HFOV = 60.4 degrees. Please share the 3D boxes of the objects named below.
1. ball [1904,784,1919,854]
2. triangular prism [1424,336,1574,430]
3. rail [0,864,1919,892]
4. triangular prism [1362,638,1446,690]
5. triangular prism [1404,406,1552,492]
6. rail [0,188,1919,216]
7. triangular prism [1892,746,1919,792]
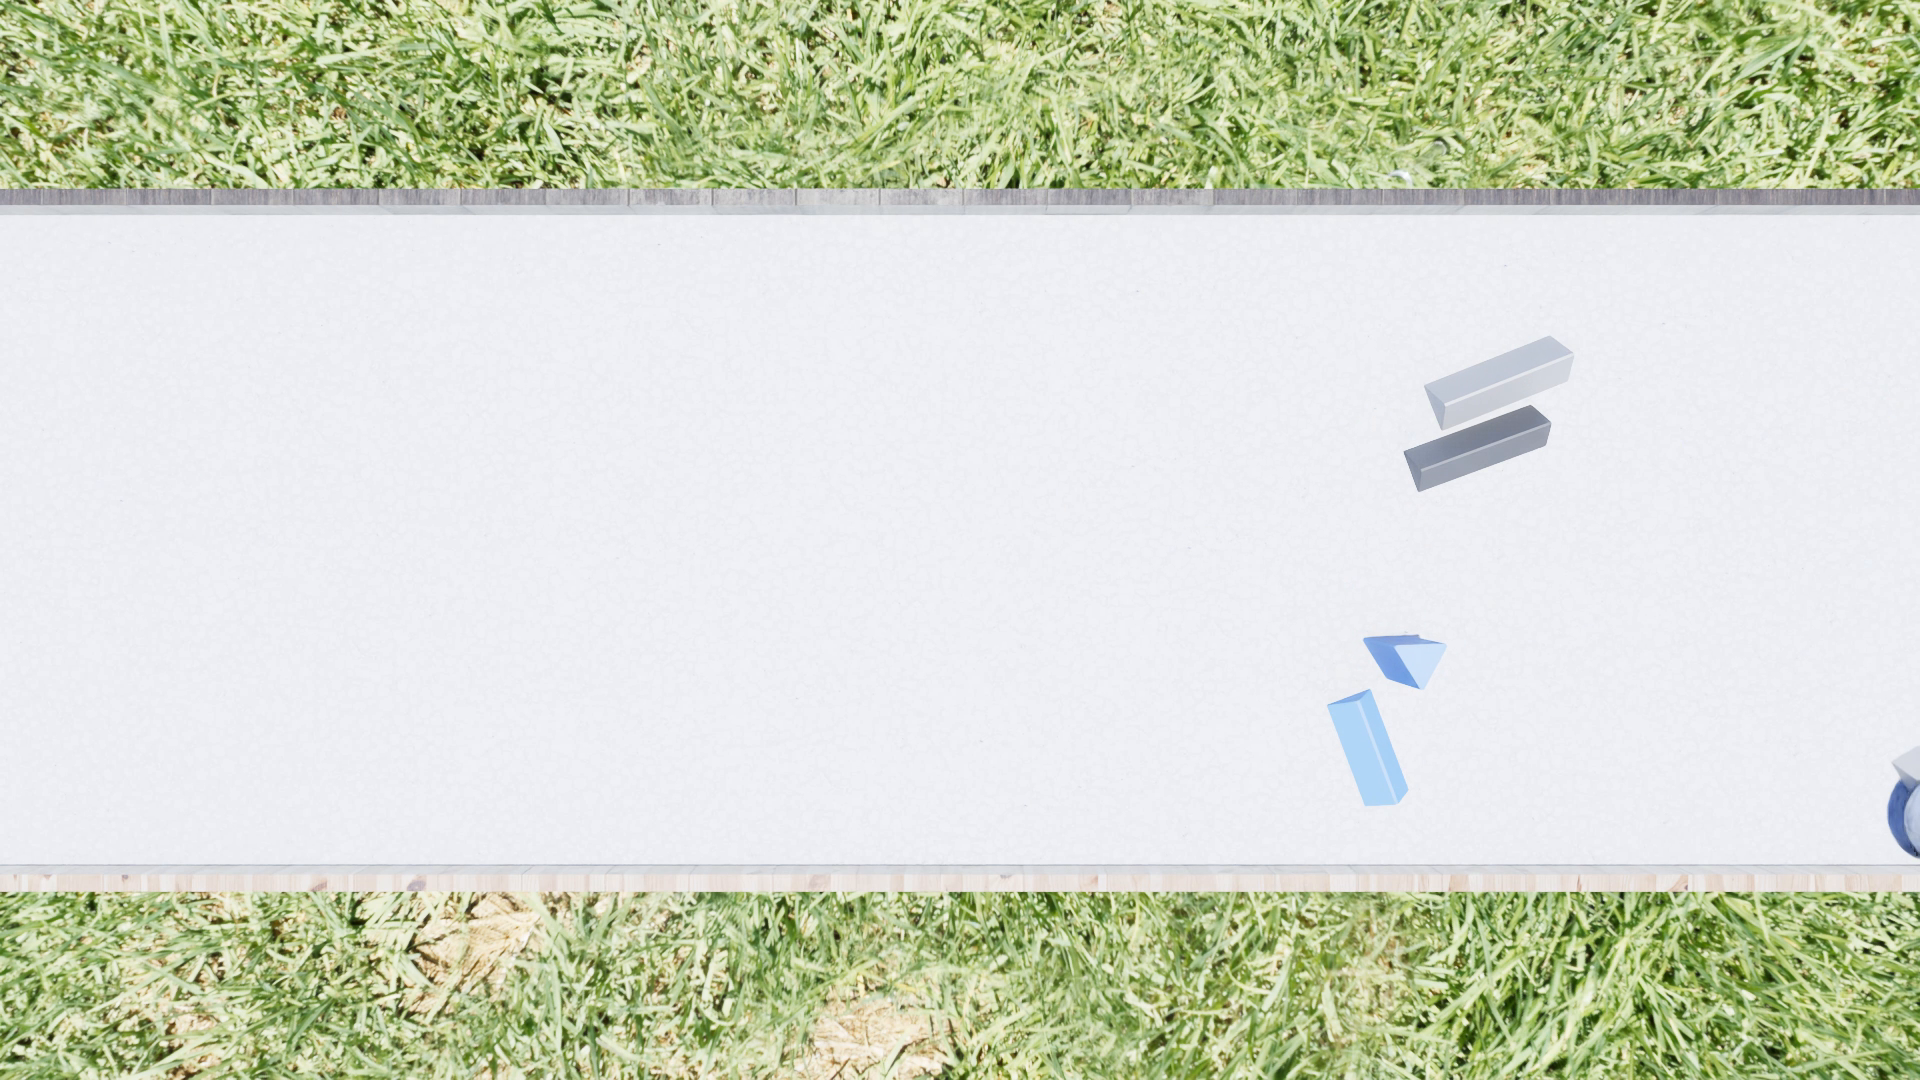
[{"bbox_3d":[2.998,0.842,4.919,0.316,0.316,0.316,0,90,0],"label":"ball"},{"bbox_3d":[1.647,-0.481,5.008,0.416,0.129,0.149,-22,90,0],"label":"triangular prism"},{"bbox_3d":[-2.247,1.025,5.001,12.000,0.150,0.050,0,90,0],"label":"rail"},{"bbox_3d":[1.332,0.332,4.887,0.127,0.379,0.147,-32,90,0],"label":"triangular prism"},{"bbox_3d":[1.583,-0.281,5.016,0.417,0.115,0.133,-20,90,0],"label":"triangular prism"},{"bbox_3d":[-2.247,-1.025,5.002,12.000,0.150,0.050,0,90,0],"label":"rail"},{"bbox_3d":[3.089,0.612,5.026,0.458,0.095,0.110,-31,90,0],"label":"triangular prism"}]
